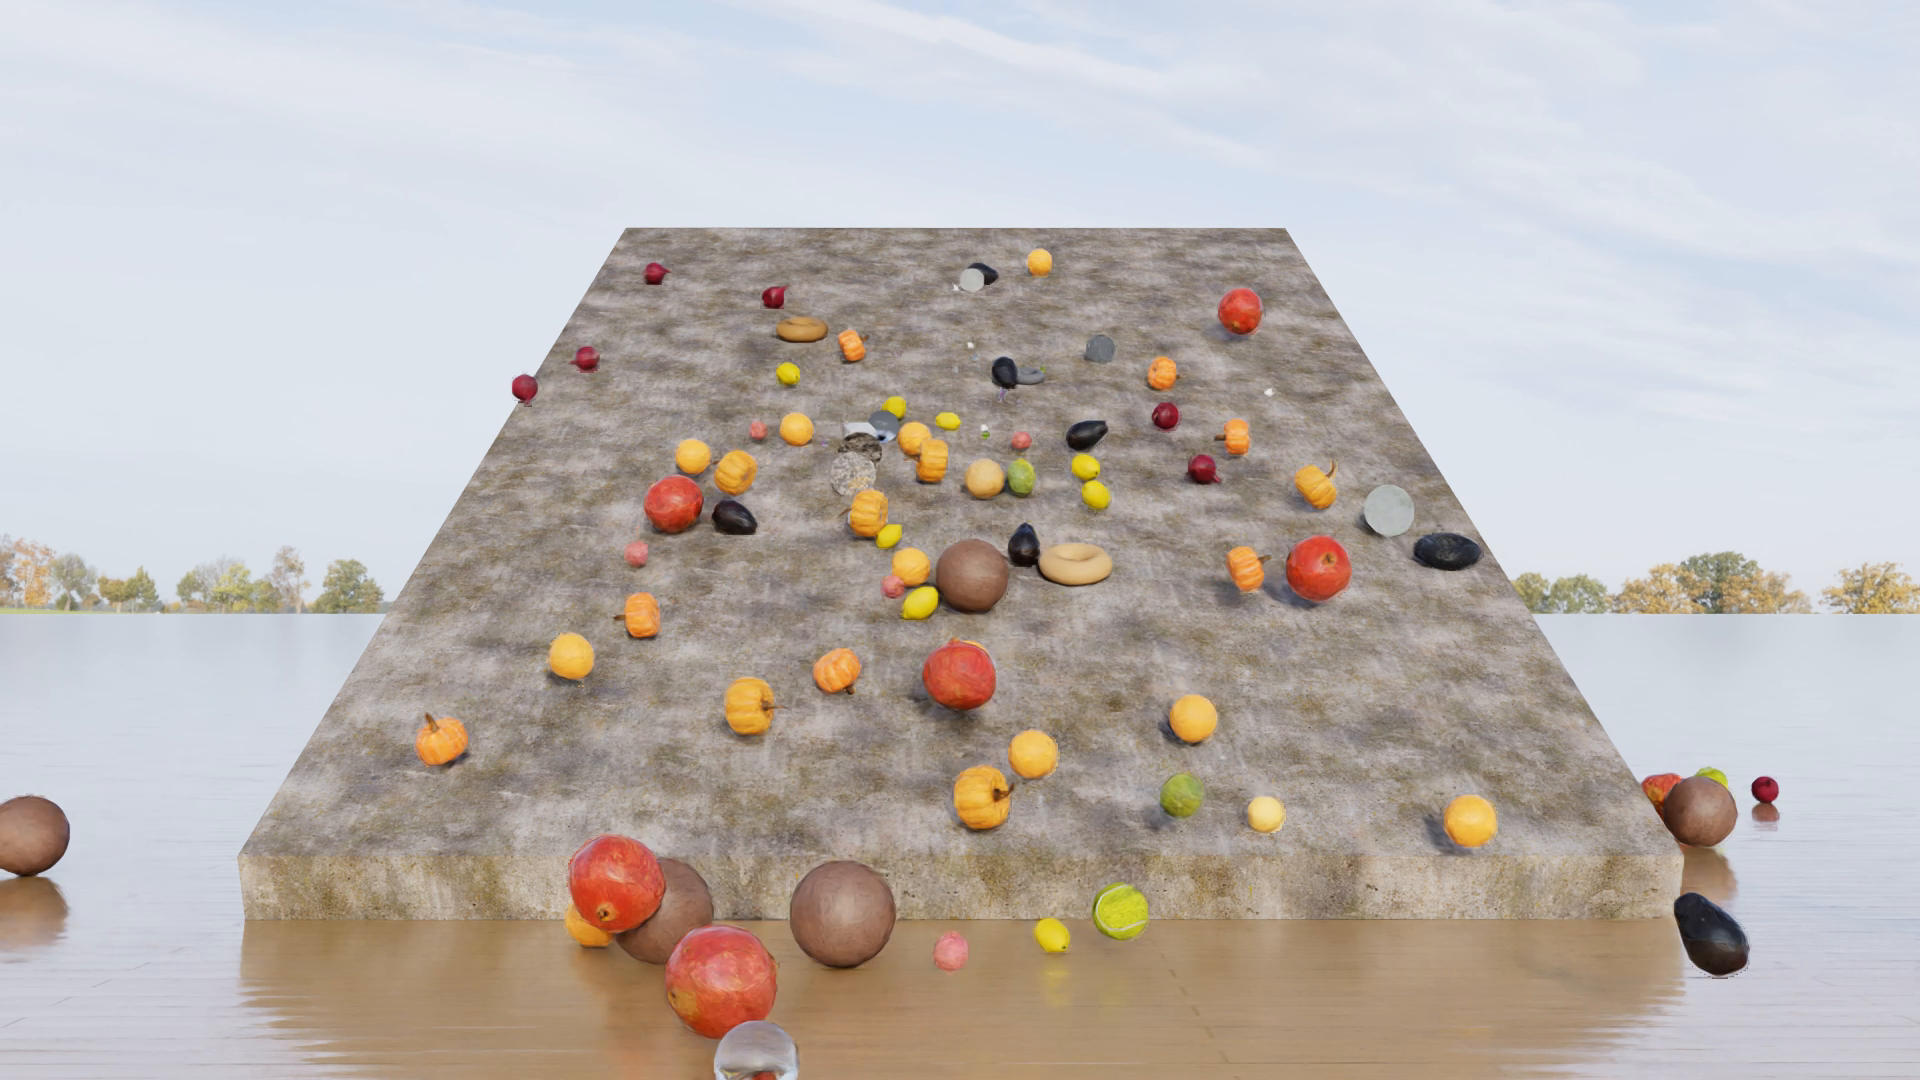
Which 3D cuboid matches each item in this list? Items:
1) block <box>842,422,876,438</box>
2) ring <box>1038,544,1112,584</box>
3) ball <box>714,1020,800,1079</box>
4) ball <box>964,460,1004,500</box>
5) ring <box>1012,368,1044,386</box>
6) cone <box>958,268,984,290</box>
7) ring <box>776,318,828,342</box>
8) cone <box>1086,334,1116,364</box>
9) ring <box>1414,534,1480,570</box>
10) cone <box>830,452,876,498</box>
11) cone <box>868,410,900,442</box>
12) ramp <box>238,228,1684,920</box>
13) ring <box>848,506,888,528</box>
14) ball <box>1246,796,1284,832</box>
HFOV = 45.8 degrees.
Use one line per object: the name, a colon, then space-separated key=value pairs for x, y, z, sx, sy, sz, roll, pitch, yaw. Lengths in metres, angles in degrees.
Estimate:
block: x=-0.215 y=-0.215 z=4.823 sx=0.055 sy=0.055 sz=0.055 roll=-8 pitch=22 yaw=-20
ring: x=0.210 y=0.044 z=4.139 sx=0.134 sy=0.045 sz=0.134 roll=-1 pitch=22 yaw=0
ball: x=-0.177 y=0.458 z=1.983 sx=0.075 sy=0.075 sz=0.075 roll=0 pitch=-2 yaw=0
ball: x=0.049 y=-0.121 z=4.532 sx=0.081 sy=0.081 sz=0.081 roll=0 pitch=-2 yaw=0
ring: x=0.158 y=-0.382 z=5.319 sx=0.077 sy=0.026 sz=0.077 roll=-1 pitch=21 yaw=0
cone: x=0.032 y=-0.699 z=6.169 sx=0.067 sy=0.067 sz=0.067 roll=0 pitch=-12 yaw=2
ring: x=-0.397 y=-0.527 z=5.684 sx=0.130 sy=0.043 sz=0.130 roll=1 pitch=19 yaw=0
cone: x=0.342 y=-0.456 z=5.512 sx=0.071 sy=0.071 sz=0.071 roll=0 pitch=-8 yaw=4
ring: x=0.903 y=0.021 z=4.210 sx=0.123 sy=0.041 sz=0.123 roll=1 pitch=19 yaw=0
cone: x=-0.213 y=-0.126 z=4.602 sx=0.092 sy=0.092 sz=0.092 roll=0 pitch=-6 yaw=3
cone: x=-0.161 y=-0.240 z=4.924 sx=0.072 sy=0.072 sz=0.072 roll=0 pitch=-7 yaw=8
ramp: x=-0.005 y=-0.209 z=5.031 sx=2.000 sy=0.100 sz=4.000 roll=0 pitch=20 yaw=0
ring: x=-0.179 y=-0.043 z=4.398 sx=0.080 sy=0.027 sz=0.080 roll=1 pitch=20 yaw=0
ball: x=0.430 y=0.386 z=3.201 sx=0.051 sy=0.051 sz=0.051 roll=0 pitch=-2 yaw=0
